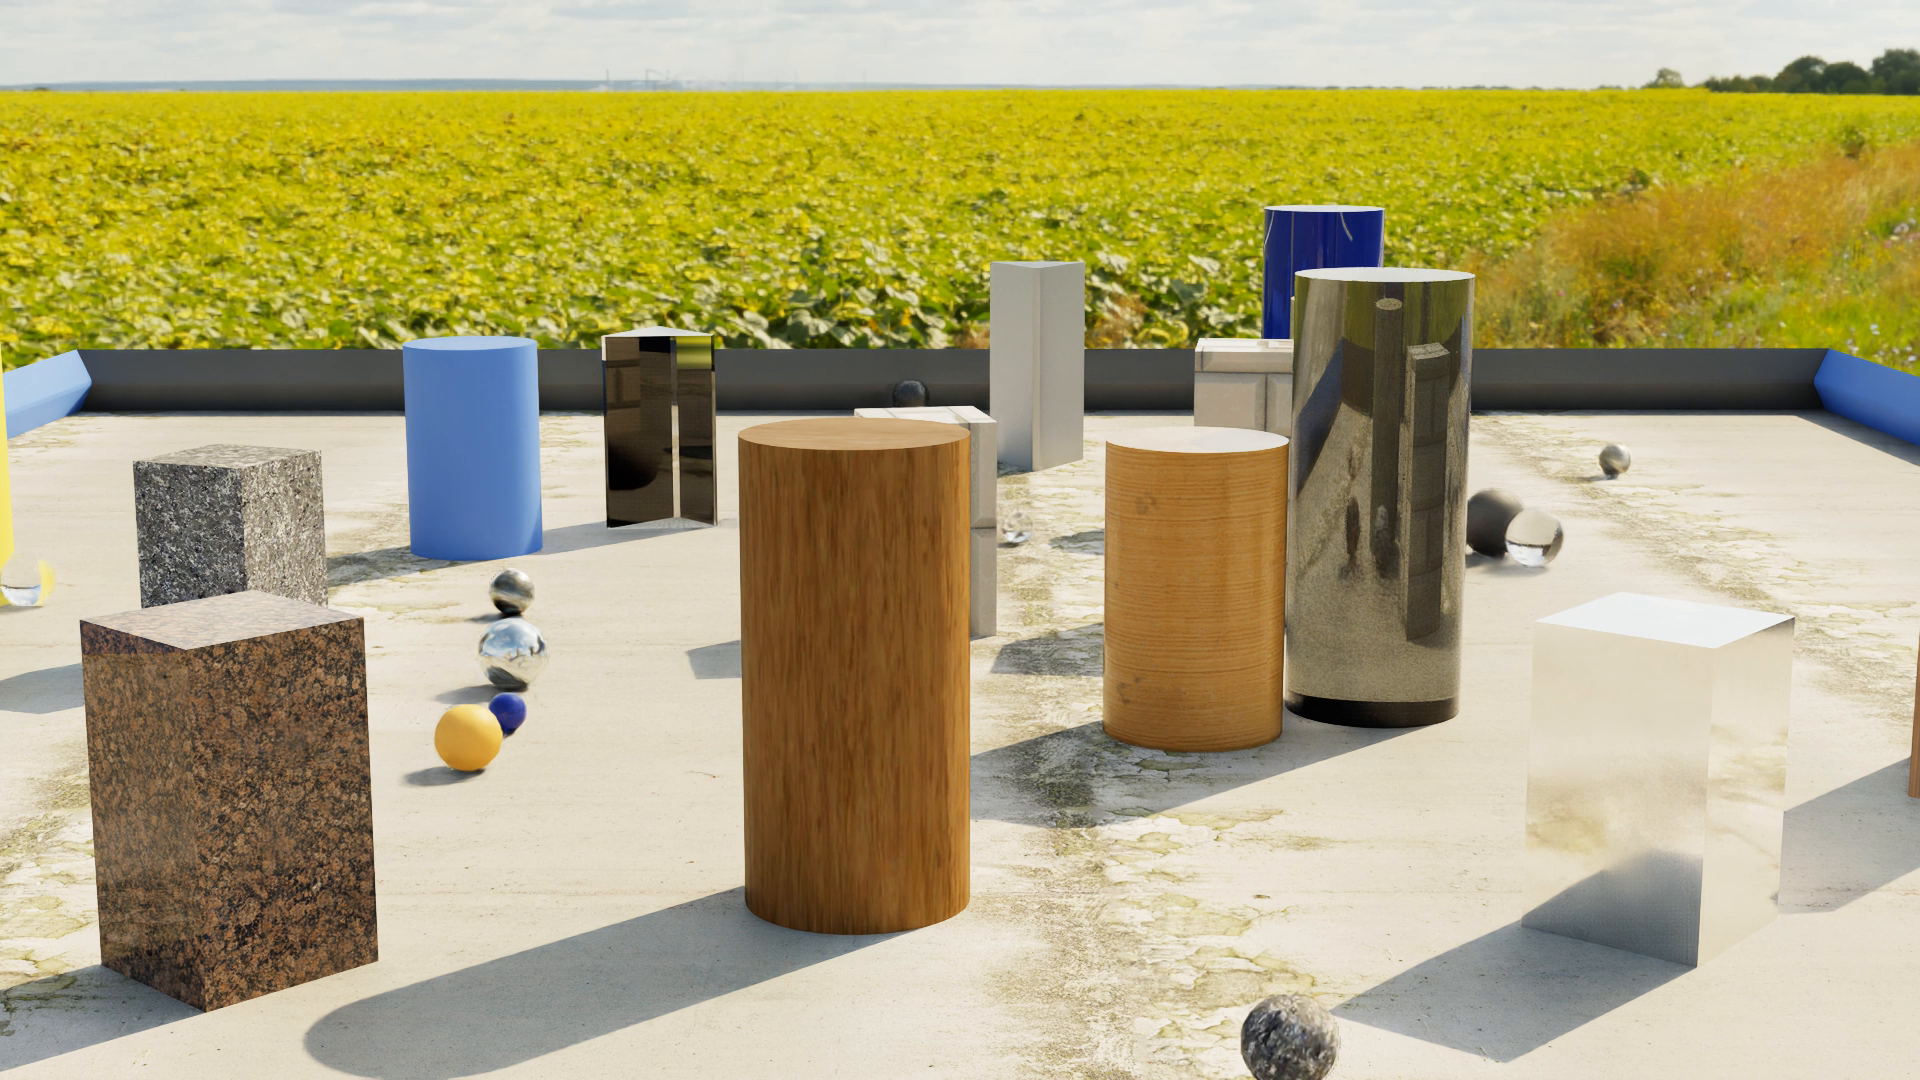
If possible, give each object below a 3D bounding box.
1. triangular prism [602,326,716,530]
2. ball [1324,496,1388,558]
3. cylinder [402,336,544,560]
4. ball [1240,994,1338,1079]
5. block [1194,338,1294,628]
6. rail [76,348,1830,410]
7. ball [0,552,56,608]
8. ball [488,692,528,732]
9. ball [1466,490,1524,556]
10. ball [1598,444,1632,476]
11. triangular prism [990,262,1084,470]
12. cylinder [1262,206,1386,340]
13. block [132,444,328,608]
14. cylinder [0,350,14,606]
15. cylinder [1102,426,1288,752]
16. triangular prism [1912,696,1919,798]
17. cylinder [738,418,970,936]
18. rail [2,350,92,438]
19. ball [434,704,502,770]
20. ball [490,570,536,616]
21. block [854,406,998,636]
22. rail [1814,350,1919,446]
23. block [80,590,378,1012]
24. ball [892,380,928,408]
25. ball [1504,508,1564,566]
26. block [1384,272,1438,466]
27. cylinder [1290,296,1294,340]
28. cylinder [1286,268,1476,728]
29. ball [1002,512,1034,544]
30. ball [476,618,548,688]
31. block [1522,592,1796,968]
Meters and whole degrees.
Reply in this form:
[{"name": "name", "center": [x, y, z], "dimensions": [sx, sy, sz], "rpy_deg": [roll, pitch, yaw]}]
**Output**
[{"name": "triangular prism", "center": [-0.484, -0.184, 4.140], "dimensions": [0.173, 0.308, 0.150], "rpy_deg": [-1, 11, -7]}, {"name": "ball", "center": [0.593, -0.020, 3.845], "dimensions": [0.093, 0.093, 0.093], "rpy_deg": [0, 10, 0]}, {"name": "cylinder", "center": [-0.739, -0.142, 3.894], "dimensions": [0.200, 0.315, 0.200], "rpy_deg": [0, 10, 0]}, {"name": "ball", "center": [0.236, 0.361, 1.844], "dimensions": [0.070, 0.070, 0.070], "rpy_deg": [0, 10, 0]}, {"name": "block", "center": [0.393, -0.079, 3.421], "dimensions": [0.160, 0.362, 0.160], "rpy_deg": [1, 11, 7]}, {"name": "rail", "center": [-0.012, -0.339, 5.465], "dimensions": [3.745, 0.130, 0.045], "rpy_deg": [0, 10, 0]}, {"name": "ball", "center": [-1.270, 0.054, 3.496], "dimensions": [0.074, 0.074, 0.074], "rpy_deg": [0, 10, 0]}, {"name": "ball", "center": [-0.501, 0.190, 2.842], "dimensions": [0.043, 0.043, 0.043], "rpy_deg": [0, 10, 0]}, {"name": "ball", "center": [0.802, -0.026, 3.861], "dimensions": [0.100, 0.100, 0.100], "rpy_deg": [0, 10, 0]}, {"name": "ball", "center": [1.176, -0.143, 4.609], "dimensions": [0.057, 0.057, 0.057], "rpy_deg": [0, 10, 0]}, {"name": "triangular prism", "center": [0.121, -0.327, 4.746], "dimensions": [0.150, 0.369, 0.173], "rpy_deg": [7, 12, 32]}, {"name": "cylinder", "center": [0.602, -0.306, 4.286], "dimensions": [0.200, 0.494, 0.200], "rpy_deg": [0, 10, 0]}, {"name": "block", "center": [-0.902, 0.020, 3.187], "dimensions": [0.160, 0.253, 0.160], "rpy_deg": [4, 11, 22]}, {"name": "cylinder", "center": [-1.404, -0.105, 3.500], "dimensions": [0.200, 0.385, 0.200], "rpy_deg": [0, 10, 0]}, {"name": "cylinder", "center": [0.258, 0.050, 2.823], "dimensions": [0.200, 0.326, 0.200], "rpy_deg": [0, 10, 0]}, {"name": "triangular prism", "center": [1.033, 0.003, 2.628], "dimensions": [0.173, 0.491, 0.150], "rpy_deg": [-2, 11, -9]}, {"name": "cylinder", "center": [-0.090, 0.113, 2.238], "dimensions": [0.200, 0.416, 0.200], "rpy_deg": [0, 10, 0]}, {"name": "rail", "center": [-1.849, 0.035, 3.438], "dimensions": [0.045, 0.130, 4.148], "rpy_deg": [0, 10, 0]}, {"name": "ball", "center": [-0.514, 0.206, 2.684], "dimensions": [0.070, 0.070, 0.070], "rpy_deg": [0, 10, 0]}, {"name": "ball", "center": [-0.601, 0.071, 3.442], "dimensions": [0.061, 0.061, 0.061], "rpy_deg": [0, 10, 0]}, {"name": "block", "center": [-0.046, -0.025, 3.359], "dimensions": [0.160, 0.279, 0.160], "rpy_deg": [-2, 11, -11]}, {"name": "rail", "center": [1.849, 0.031, 3.459], "dimensions": [0.045, 0.130, 4.148], "rpy_deg": [0, 10, 0]}, {"name": "block", "center": [-0.592, 0.205, 2.083], "dimensions": [0.160, 0.290, 0.160], "rpy_deg": [9, 14, 42]}, {"name": "ball", "center": [-0.105, -0.302, 5.416], "dimensions": [0.075, 0.075, 0.075], "rpy_deg": [0, 10, 0]}, {"name": "ball", "center": [0.845, -0.003, 3.774], "dimensions": [0.085, 0.085, 0.085], "rpy_deg": [0, 10, 0]}, {"name": "block", "center": [0.764, -0.315, 4.742], "dimensions": [0.160, 0.347, 0.160], "rpy_deg": [-7, 13, -34]}, {"name": "cylinder", "center": [0.611, -0.189, 3.994], "dimensions": [0.200, 0.371, 0.200], "rpy_deg": [0, 10, 0]}, {"name": "cylinder", "center": [0.474, -0.052, 2.909], "dimensions": [0.200, 0.497, 0.200], "rpy_deg": [0, 10, 0]}, {"name": "ball", "center": [0.089, -0.019, 3.962], "dimensions": [0.049, 0.049, 0.049], "rpy_deg": [0, 10, 0]}, {"name": "ball", "center": [-0.530, 0.134, 3.038], "dimensions": [0.084, 0.084, 0.084], "rpy_deg": [0, 10, 0]}, {"name": "block", "center": [0.594, 0.198, 2.185], "dimensions": [0.160, 0.268, 0.160], "rpy_deg": [9, 14, 40]}]
